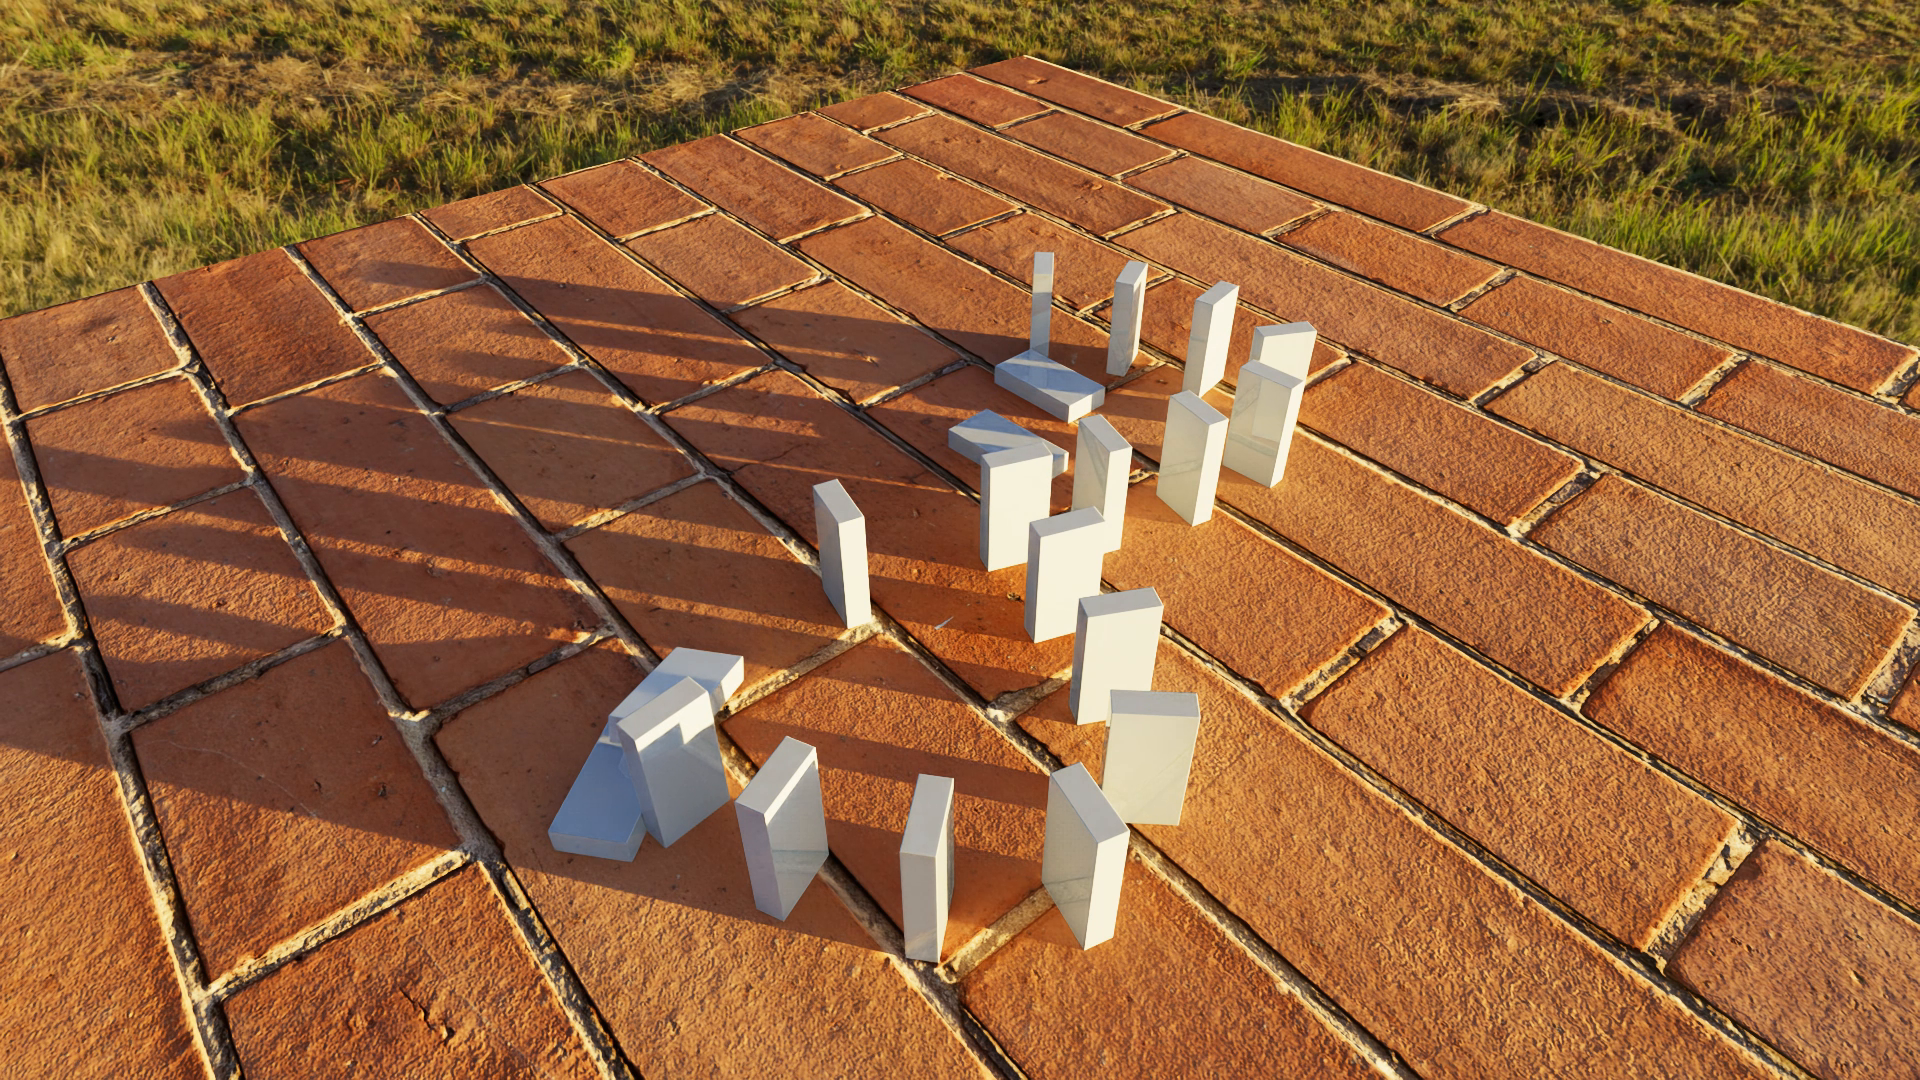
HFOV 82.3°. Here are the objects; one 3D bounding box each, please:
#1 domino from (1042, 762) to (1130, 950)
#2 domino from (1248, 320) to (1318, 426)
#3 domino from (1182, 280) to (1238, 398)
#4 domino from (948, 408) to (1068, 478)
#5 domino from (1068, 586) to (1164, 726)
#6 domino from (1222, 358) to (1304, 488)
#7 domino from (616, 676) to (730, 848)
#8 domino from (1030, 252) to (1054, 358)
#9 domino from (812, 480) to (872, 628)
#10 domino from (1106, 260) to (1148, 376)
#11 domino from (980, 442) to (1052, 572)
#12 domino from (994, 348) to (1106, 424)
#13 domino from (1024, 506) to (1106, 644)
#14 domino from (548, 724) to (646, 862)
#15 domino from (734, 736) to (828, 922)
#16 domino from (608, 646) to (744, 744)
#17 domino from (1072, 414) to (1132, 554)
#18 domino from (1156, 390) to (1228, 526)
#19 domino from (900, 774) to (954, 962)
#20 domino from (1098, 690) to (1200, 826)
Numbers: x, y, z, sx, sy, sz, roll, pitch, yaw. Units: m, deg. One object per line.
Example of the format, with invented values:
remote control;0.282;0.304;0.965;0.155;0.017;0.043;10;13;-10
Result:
domino;0.034;0.088;0.304;0.009;0.050;0.025;-17;42;-19
domino;0.144;-0.074;0.502;0.025;0.050;0.009;-8;40;-10
domino;0.120;-0.096;0.529;0.009;0.050;0.025;26;46;29
domino;0.021;-0.041;0.493;0.025;0.009;0.050;-32;49;-33
domino;0.051;0.039;0.364;0.025;0.050;0.010;-8;40;-10
domino;0.130;-0.050;0.472;0.009;0.050;0.025;-32;49;-33
domino;-0.085;0.067;0.330;0.010;0.050;0.025;30;48;31
domino;0.041;-0.116;0.553;0.010;0.050;0.025;3;39;4
domino;-0.043;0.006;0.405;0.010;0.050;0.025;-18;43;-21
domino;0.083;-0.110;0.545;0.009;0.050;0.025;14;41;17
domino;0.021;-0.012;0.427;0.025;0.050;0.009;-13;41;-16
domino;0.043;-0.076;0.536;0.025;0.010;0.050;-30;48;-32
domino;0.037;0.013;0.396;0.025;0.050;0.010;-14;41;-16
domino;-0.107;0.077;0.350;0.025;0.010;0.050;6;40;8
domino;-0.050;0.082;0.311;0.010;0.050;0.025;17;42;20
domino;-0.093;0.052;0.367;0.025;0.010;0.050;7;21;9
domino;0.056;-0.022;0.438;0.010;0.050;0.025;-15;42;-18
domino;0.095;-0.033;0.452;0.009;0.050;0.025;-19;43;-22
domino;-0.008;0.090;0.301;0.010;0.050;0.025;6;40;7
domino;0.056;0.066;0.331;0.025;0.050;0.009;2;39;3
